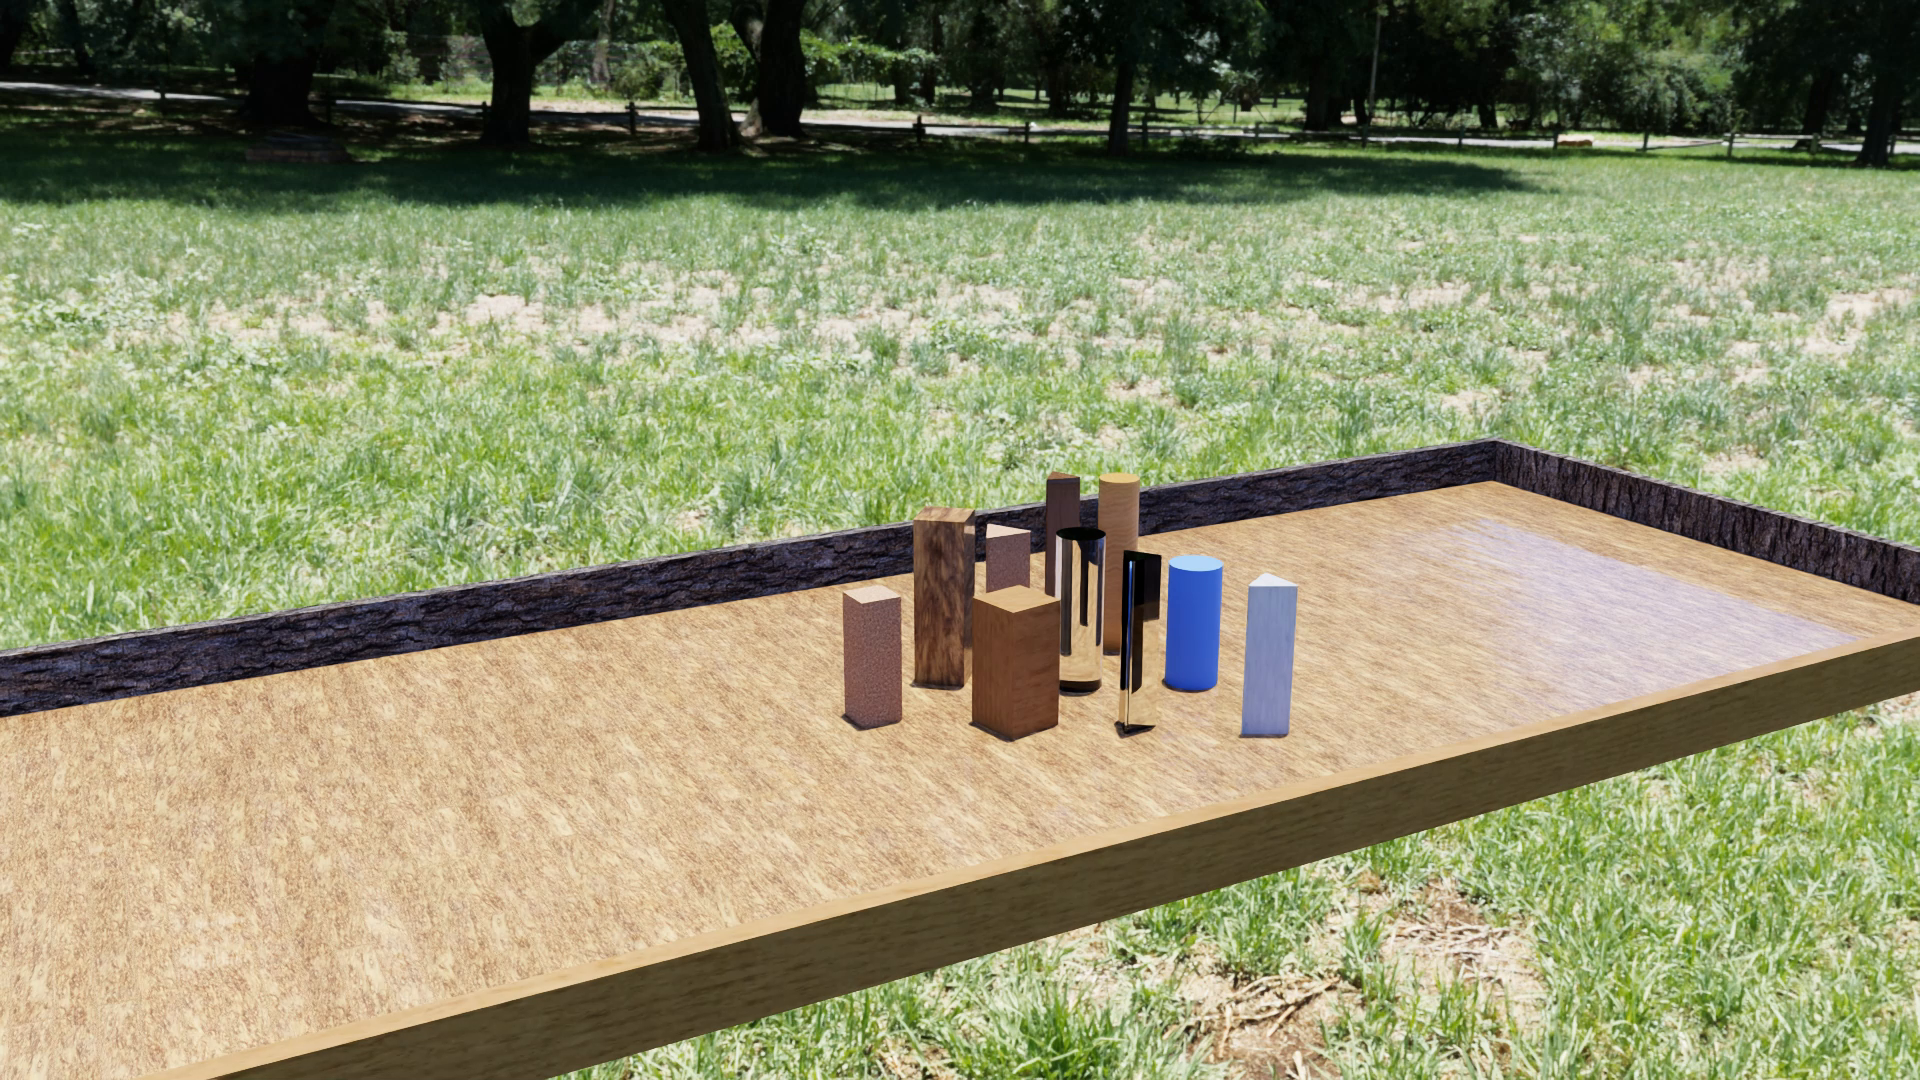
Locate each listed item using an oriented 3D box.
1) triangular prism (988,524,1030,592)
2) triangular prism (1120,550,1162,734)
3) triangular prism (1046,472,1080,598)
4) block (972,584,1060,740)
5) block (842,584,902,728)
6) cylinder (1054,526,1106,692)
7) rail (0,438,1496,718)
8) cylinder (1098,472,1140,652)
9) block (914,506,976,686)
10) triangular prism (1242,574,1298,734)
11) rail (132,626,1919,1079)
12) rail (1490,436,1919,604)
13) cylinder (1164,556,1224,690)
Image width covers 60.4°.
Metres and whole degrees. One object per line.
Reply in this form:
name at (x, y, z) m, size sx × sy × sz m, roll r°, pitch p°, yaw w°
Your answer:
triangular prism at (0.102, 0.123, 4.380) m, size 0.130 × 0.314 × 0.112 m, roll -8°, pitch 18°, yaw -26°
triangular prism at (0.400, 0.233, 3.820) m, size 0.091 × 0.418 × 0.078 m, roll -11°, pitch 19°, yaw -32°
triangular prism at (0.272, 0.013, 4.596) m, size 0.096 × 0.403 × 0.083 m, roll -5°, pitch 17°, yaw -15°
block at (0.130, 0.283, 3.847) m, size 0.145 × 0.308 × 0.145 m, roll -13°, pitch 21°, yaw -37°
block at (-0.206, 0.273, 3.879) m, size 0.102 × 0.308 × 0.102 m, roll -9°, pitch 19°, yaw -28°
cylinder at (0.295, 0.172, 4.074) m, size 0.122 × 0.391 × 0.122 m, roll 0°, pitch 16°, yaw 0°
rail at (-3.305, 0.497, 3.399) m, size 12.000 × 0.150 × 0.050 m, roll -9°, pitch 18°, yaw -27°
cylinder at (0.413, 0.059, 4.338) m, size 0.106 × 0.460 × 0.106 m, roll 0°, pitch 16°, yaw 0°
block at (-0.038, 0.141, 4.121) m, size 0.127 × 0.426 × 0.127 m, roll 4°, pitch 17°, yaw 12°
triangular prism at (0.708, 0.263, 3.820) m, size 0.110 × 0.361 × 0.095 m, roll 0°, pitch 16°, yaw 0°
rail at (-2.336, 1.006, 1.665) m, size 12.000 × 0.150 × 0.050 m, roll -9°, pitch 18°, yaw -27°
rail at (2.466, -0.048, 5.253) m, size 0.050 × 0.150 × 2.100 m, roll -9°, pitch 18°, yaw -27°
cylinder at (0.582, 0.205, 4.109) m, size 0.133 × 0.309 × 0.133 m, roll 0°, pitch 16°, yaw 0°
